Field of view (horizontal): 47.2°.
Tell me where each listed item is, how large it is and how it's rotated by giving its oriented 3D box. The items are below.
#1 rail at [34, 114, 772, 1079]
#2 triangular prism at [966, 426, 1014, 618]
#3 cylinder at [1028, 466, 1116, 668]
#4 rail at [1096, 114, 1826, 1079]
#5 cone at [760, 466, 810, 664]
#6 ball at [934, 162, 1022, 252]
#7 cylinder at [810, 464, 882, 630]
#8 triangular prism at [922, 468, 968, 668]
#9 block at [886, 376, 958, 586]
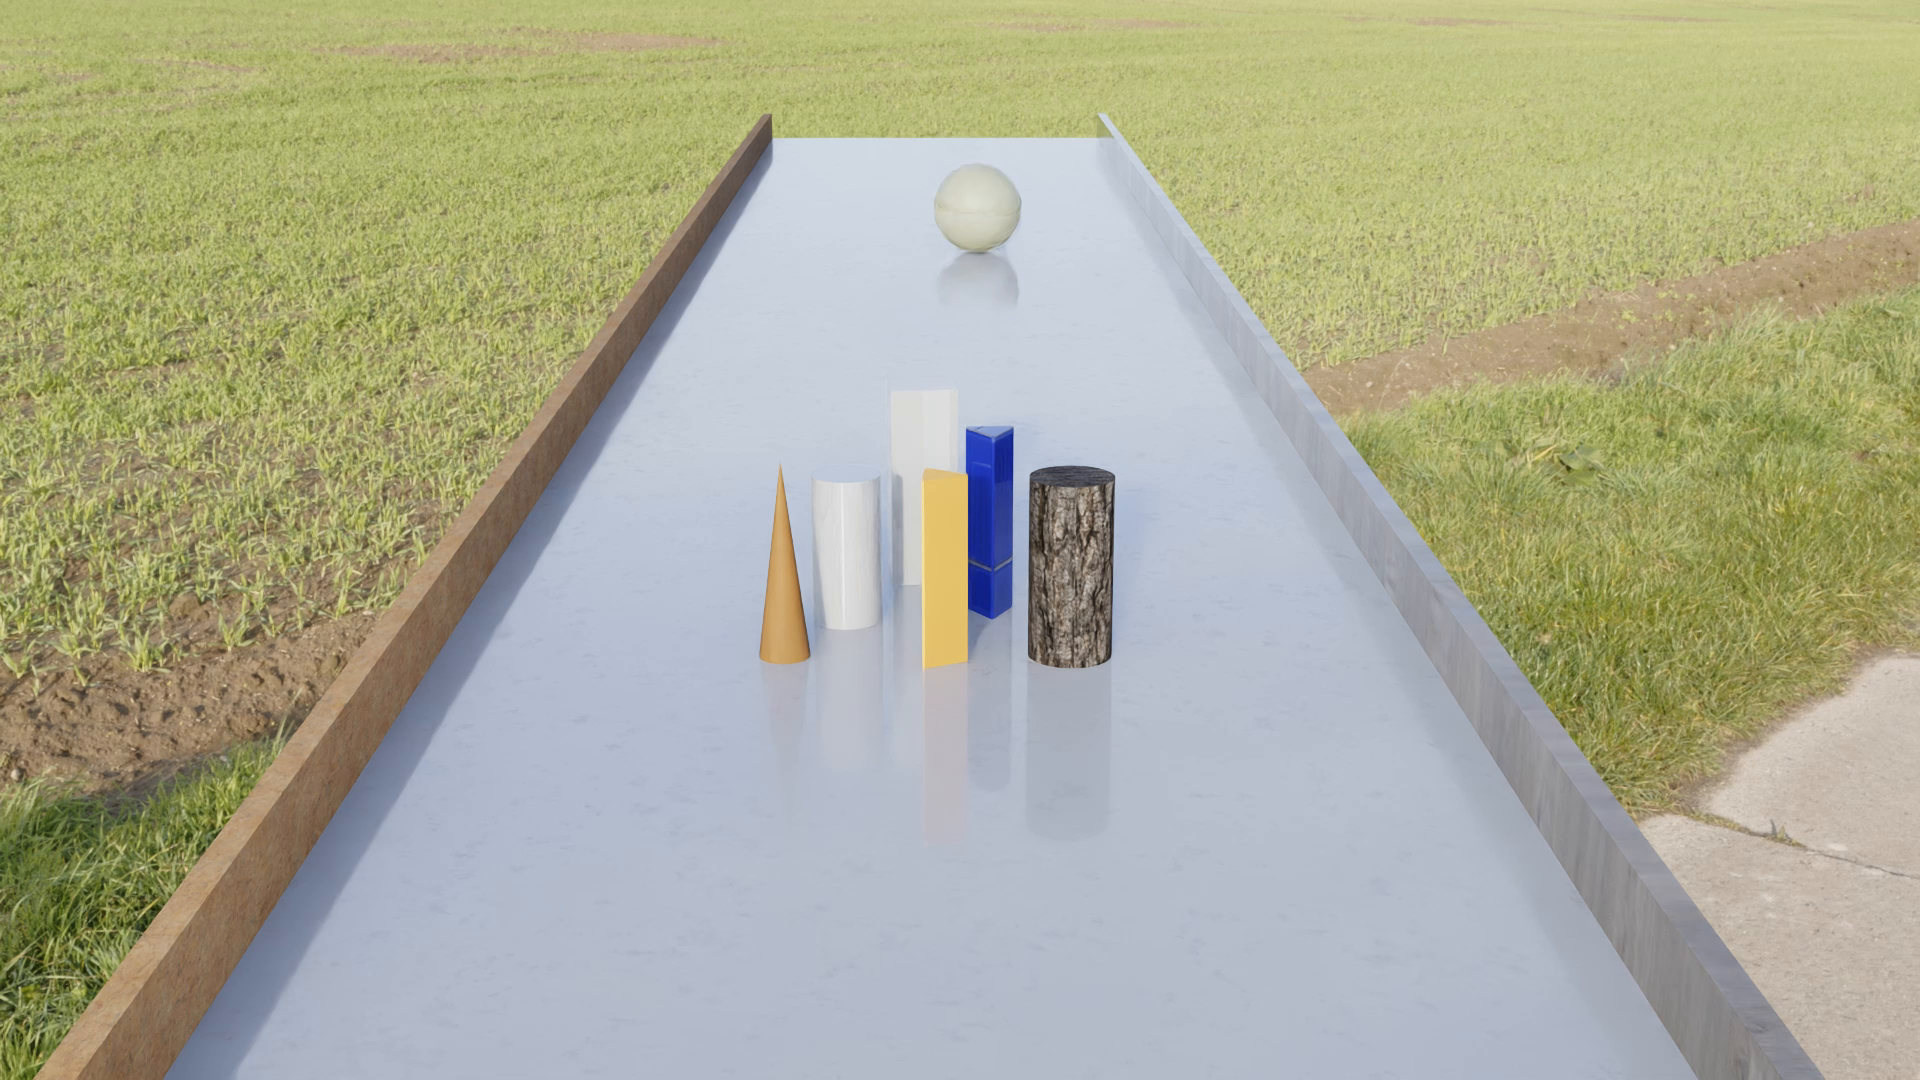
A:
[{"bbox_3d":[-1.118,-0.838,7.780,0.050,0.150,12.000,0,17,-1],"label":"rail"},{"bbox_3d":[0.076,-0.042,4.667,0.086,0.399,0.099,-11,20,-33],"label":"triangular prism"},{"bbox_3d":[0.222,0.053,4.397,0.170,0.372,0.170,0,17,0],"label":"cylinder"},{"bbox_3d":[0.932,-0.844,7.801,0.050,0.150,12.000,0,17,-1],"label":"rail"},{"bbox_3d":[-0.354,0.038,4.384,0.104,0.408,0.104,0,17,0],"label":"cone"},{"bbox_3d":[0.074,-1.403,9.286,0.374,0.374,0.374,0,17,0],"label":"ball"},{"bbox_3d":[-0.238,0.014,4.622,0.147,0.318,0.147,0,17,0],"label":"cylinder"},{"bbox_3d":[-0.048,0.053,4.372,0.099,0.386,0.086,-8,18,-26],"label":"triangular prism"},{"bbox_3d":[-0.085,-0.133,4.901,0.146,0.441,0.146,-2,17,-6],"label":"block"}]
